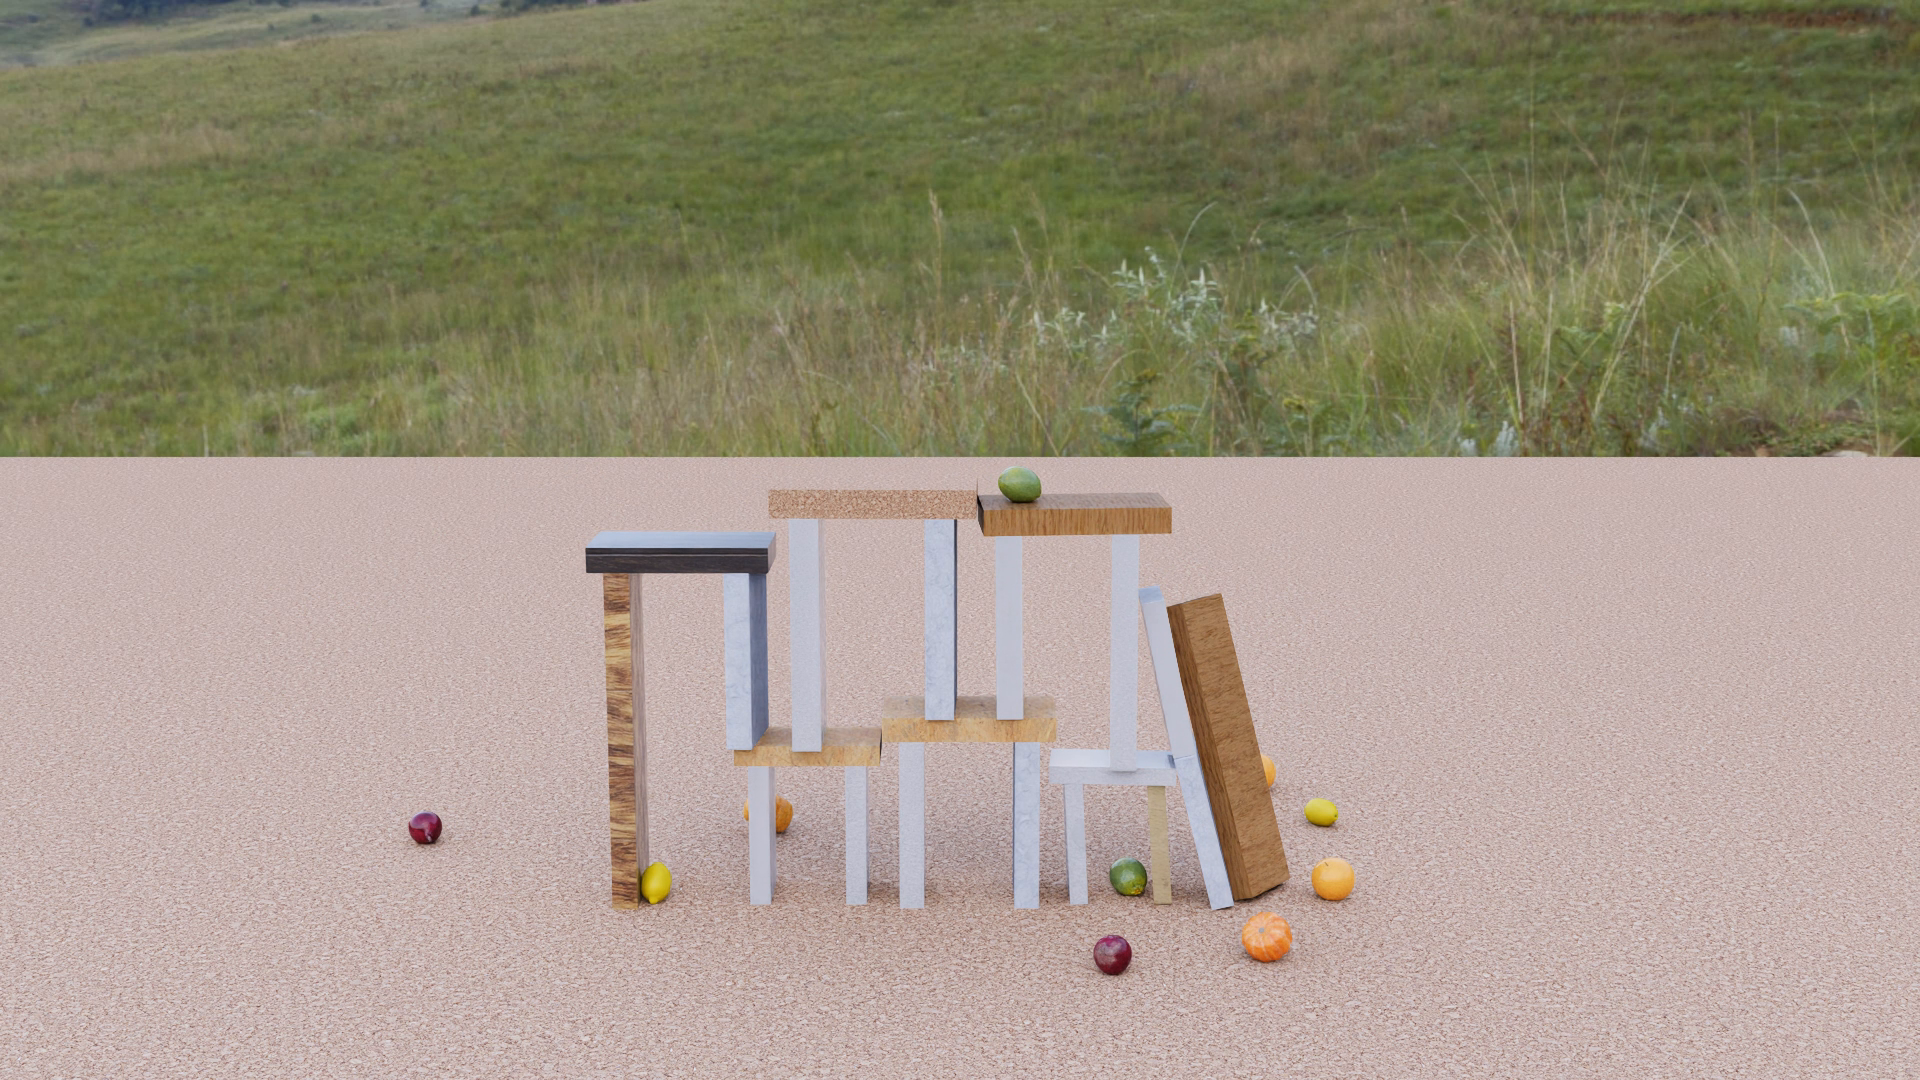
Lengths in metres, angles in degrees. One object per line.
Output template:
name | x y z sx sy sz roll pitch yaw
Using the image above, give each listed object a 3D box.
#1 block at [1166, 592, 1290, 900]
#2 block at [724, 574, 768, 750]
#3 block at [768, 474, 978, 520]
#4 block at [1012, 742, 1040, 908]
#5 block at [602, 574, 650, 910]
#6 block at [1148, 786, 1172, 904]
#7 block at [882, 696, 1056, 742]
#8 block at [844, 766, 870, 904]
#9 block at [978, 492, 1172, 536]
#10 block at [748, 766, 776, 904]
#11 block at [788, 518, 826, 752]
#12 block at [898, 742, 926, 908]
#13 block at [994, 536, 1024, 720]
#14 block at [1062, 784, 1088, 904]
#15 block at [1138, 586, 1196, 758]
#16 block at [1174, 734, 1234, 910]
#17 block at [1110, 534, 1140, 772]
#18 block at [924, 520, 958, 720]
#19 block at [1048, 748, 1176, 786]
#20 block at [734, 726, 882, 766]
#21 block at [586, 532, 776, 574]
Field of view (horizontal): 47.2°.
block | 0.447 0.342 3.676 0.037 0.495 0.130 -15 -2 37
block | -0.348 0.183 3.589 0.041 0.290 0.145 1 11 6
block | -0.136 -0.071 3.545 0.328 0.046 0.164 0 11 1
block | 0.109 0.452 3.642 0.040 0.282 0.141 0 11 0
block | -0.547 0.315 3.615 0.041 0.560 0.145 0 11 0
block | 0.330 0.489 3.647 0.029 0.206 0.103 -3 10 5
block | 0.015 0.294 3.613 0.282 0.040 0.141 0 11 0
block | -0.170 0.473 3.653 0.034 0.237 0.118 0 11 0
block | 0.182 -0.042 3.553 0.299 0.042 0.149 -1 11 -3
block | -0.328 0.473 3.652 0.034 0.237 0.118 0 11 0
block | -0.247 0.139 3.581 0.046 0.379 0.164 0 11 0
block | -0.079 0.452 3.642 0.040 0.282 0.141 0 11 0
block | 0.079 0.128 3.577 0.042 0.299 0.149 -1 11 1
block | 0.190 0.489 3.647 0.029 0.206 0.103 -3 11 0
block | 0.337 0.214 3.597 0.037 0.260 0.130 -12 9 3
block | 0.402 0.464 3.631 0.037 0.260 0.130 -14 9 7
block | 0.267 0.169 3.584 0.042 0.385 0.149 1 11 3
block | -0.030 0.113 3.579 0.046 0.328 0.164 0 11 2
block | 0.251 0.374 3.618 0.206 0.029 0.103 1 11 4
block | -0.249 0.340 3.626 0.237 0.034 0.118 0 11 0
block | -0.449 0.020 3.560 0.290 0.041 0.145 0 11 0
